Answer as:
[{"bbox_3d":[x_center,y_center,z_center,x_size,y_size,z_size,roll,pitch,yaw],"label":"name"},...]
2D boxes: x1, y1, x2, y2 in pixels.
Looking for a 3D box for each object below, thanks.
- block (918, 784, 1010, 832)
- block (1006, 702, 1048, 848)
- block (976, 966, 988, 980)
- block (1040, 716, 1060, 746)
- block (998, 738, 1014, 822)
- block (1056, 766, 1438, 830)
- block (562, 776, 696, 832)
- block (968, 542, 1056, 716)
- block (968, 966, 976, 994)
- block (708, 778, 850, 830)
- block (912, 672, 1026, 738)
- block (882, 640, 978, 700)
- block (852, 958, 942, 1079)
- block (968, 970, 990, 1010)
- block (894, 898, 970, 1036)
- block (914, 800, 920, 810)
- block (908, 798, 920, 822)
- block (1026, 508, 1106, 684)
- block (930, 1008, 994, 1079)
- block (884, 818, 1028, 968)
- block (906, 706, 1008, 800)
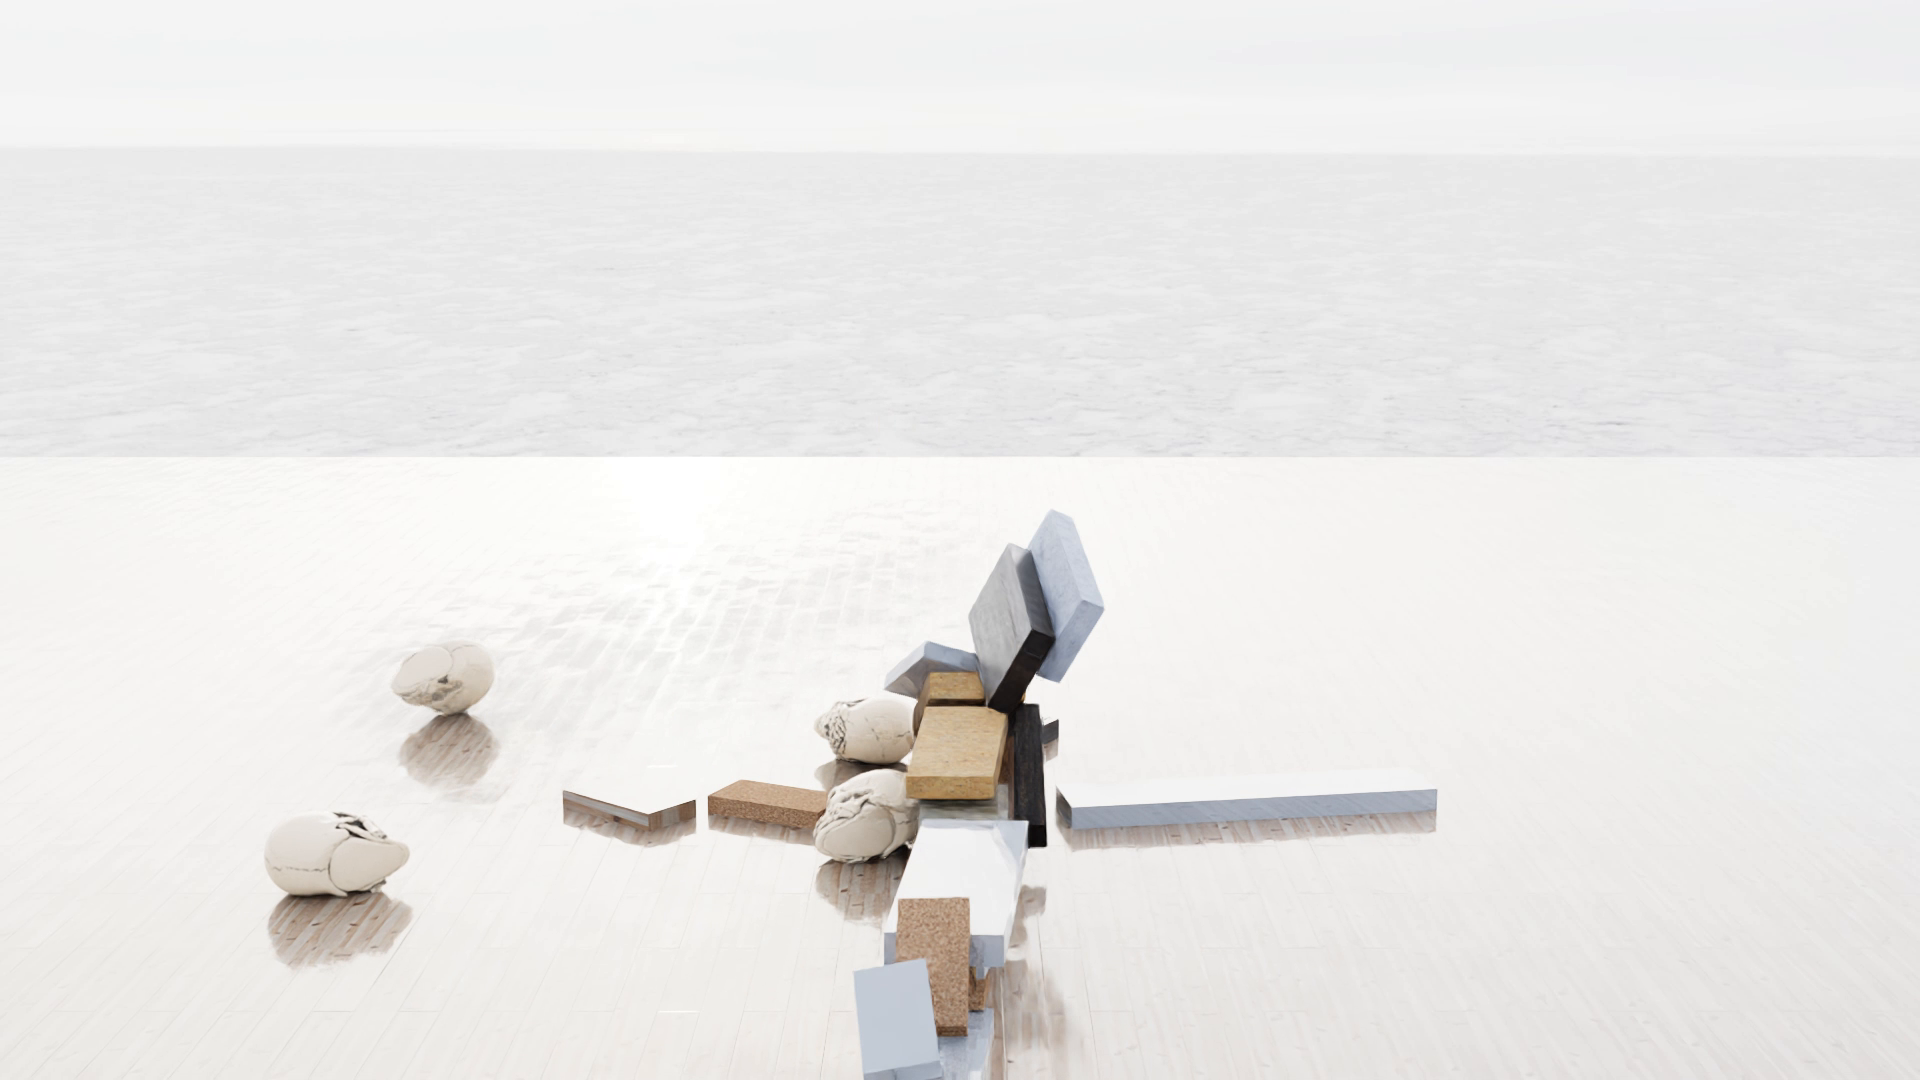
[{"bbox_3d":[0.003,0.516,3.627,0.148,0.042,0.295,-1,34,4],"label":"block"},{"bbox_3d":[0.061,0.420,3.937,0.177,0.050,0.355,-3,32,1],"label":"block"},{"bbox_3d":[0.001,0.628,3.290,0.086,0.024,0.171,1,0,5],"label":"block"},{"bbox_3d":[0.067,0.410,4.525,0.147,0.042,0.294,7,12,31],"label":"block"},{"bbox_3d":[0.019,0.450,3.806,0.148,0.042,0.295,-2,32,3],"label":"block"},{"bbox_3d":[0.537,0.483,4.131,0.699,0.042,0.147,-2,11,-9],"label":"block"},{"bbox_3d":[-0.619,0.491,4.110,0.238,0.034,0.119,9,14,39],"label":"block"},{"bbox_3d":[0.091,0.158,4.025,0.049,0.172,0.344,23,22,-16],"label":"block"},{"bbox_3d":[-0.020,0.609,3.173,0.085,0.024,0.171,-1,12,0],"label":"block"},{"bbox_3d":[-0.338,0.492,4.102,0.238,0.034,0.119,5,12,26],"label":"block"},{"bbox_3d":[0.014,0.318,4.207,0.177,0.050,0.355,1,-17,-6],"label":"block"},{"bbox_3d":[-0.052,0.256,4.205,0.119,0.034,0.238,16,-24,-15],"label":"block"},{"bbox_3d":[-0.085,0.647,2.948,0.102,0.029,0.203,-10,30,-1],"label":"block"},{"bbox_3d":[-0.004,0.651,3.187,0.086,0.024,0.171,1,0,3],"label":"block"},{"bbox_3d":[-0.039,0.595,3.070,0.102,0.029,0.203,-2,49,4],"label":"block"},{"bbox_3d":[0.029,0.435,4.135,0.177,0.050,0.355,1,11,8],"label":"block"},{"bbox_3d":[-0.006,0.473,4.182,0.147,0.042,0.294,1,11,7],"label":"block"},{"bbox_3d":[0.174,0.099,4.049,0.049,0.172,0.344,22,23,-19],"label":"block"},{"bbox_3d":[-0.021,0.713,2.927,0.102,0.029,0.399,1,11,5],"label":"block"},{"bbox_3d":[0.001,0.532,3.361,0.172,0.049,0.486,1,12,6],"label":"block"},{"bbox_3d":[-0.002,0.367,3.816,0.148,0.042,0.295,-1,19,6],"label":"block"}]
